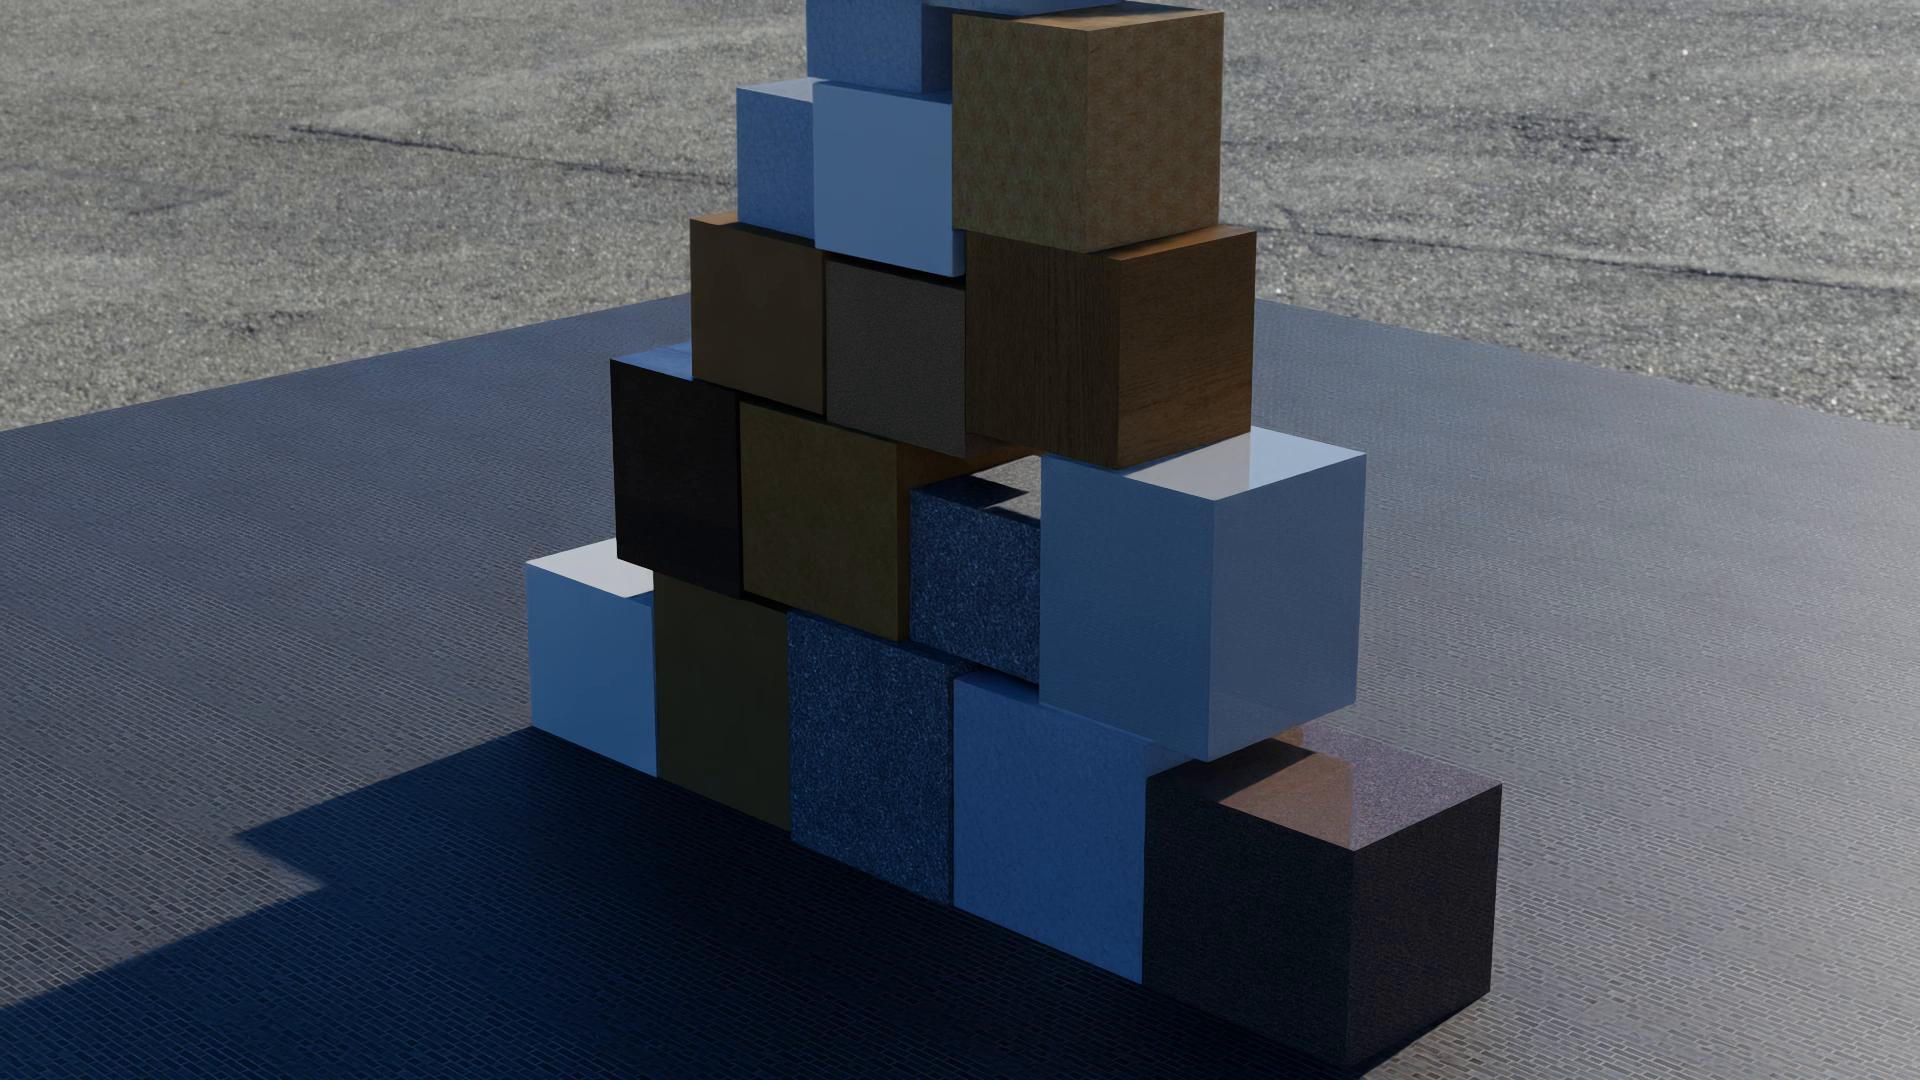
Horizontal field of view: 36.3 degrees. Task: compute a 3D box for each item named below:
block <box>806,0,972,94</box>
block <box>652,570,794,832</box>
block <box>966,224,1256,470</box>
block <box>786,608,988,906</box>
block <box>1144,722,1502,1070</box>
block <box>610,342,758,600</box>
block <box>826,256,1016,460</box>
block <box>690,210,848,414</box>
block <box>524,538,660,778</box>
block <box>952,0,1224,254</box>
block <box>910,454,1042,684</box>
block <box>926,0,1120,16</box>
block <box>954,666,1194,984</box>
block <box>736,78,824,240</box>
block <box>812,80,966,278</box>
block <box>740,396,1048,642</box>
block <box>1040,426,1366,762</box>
[{"bbox_3d":[-0.201,-2.365,12.788,0.721,0.696,0.618,17,24,42],"label":"block"},{"bbox_3d":[-0.782,0.667,14.398,0.973,1.094,1.041,-17,24,-42],"label":"block"},{"bbox_3d":[0.633,-0.881,12.397,0.847,0.871,0.873,-17,24,-42],"label":"block"},{"bbox_3d":[-0.041,0.868,13.671,1.085,1.145,1.052,-17,24,-42],"label":"block"},{"bbox_3d":[1.499,1.438,12.198,0.985,0.942,1.070,-17,24,-42],"label":"block"},{"bbox_3d":[-1.026,-0.394,14.267,0.945,1.009,0.920,-17,24,-42],"label":"block"},{"bbox_3d":[0.001,-0.879,13.041,0.872,0.736,0.816,17,24,42],"label":"block"},{"bbox_3d":[-0.629,-1.114,13.630,0.859,0.751,0.903,-17,25,-42],"label":"block"},{"bbox_3d":[-1.518,0.542,15.127,0.991,0.895,1.016,-17,24,-42],"label":"block"},{"bbox_3d":[0.530,-1.747,12.215,0.827,0.892,0.758,-17,24,-42],"label":"block"},{"bbox_3d":[0.355,0.121,12.978,0.784,0.698,0.852,-17,25,-42],"label":"block"},{"bbox_3d":[0.265,-2.544,12.275,0.607,0.593,0.555,-17,23,-42],"label":"block"},{"bbox_3d":[0.737,1.131,12.942,1.042,1.082,1.122,-17,24,-42],"label":"block"},{"bbox_3d":[-0.564,-1.753,13.389,0.645,0.615,0.638,-17,25,-42],"label":"block"},{"bbox_3d":[-0.041,-1.638,12.853,0.837,0.730,0.863,-17,24,-42],"label":"block"},{"bbox_3d":[-0.306,-0.193,13.614,0.964,0.915,1.045,-17,24,-42],"label":"block"},{"bbox_3d":[1.015,0.170,12.349,0.976,1.106,0.940,-17,24,-42],"label":"block"}]
